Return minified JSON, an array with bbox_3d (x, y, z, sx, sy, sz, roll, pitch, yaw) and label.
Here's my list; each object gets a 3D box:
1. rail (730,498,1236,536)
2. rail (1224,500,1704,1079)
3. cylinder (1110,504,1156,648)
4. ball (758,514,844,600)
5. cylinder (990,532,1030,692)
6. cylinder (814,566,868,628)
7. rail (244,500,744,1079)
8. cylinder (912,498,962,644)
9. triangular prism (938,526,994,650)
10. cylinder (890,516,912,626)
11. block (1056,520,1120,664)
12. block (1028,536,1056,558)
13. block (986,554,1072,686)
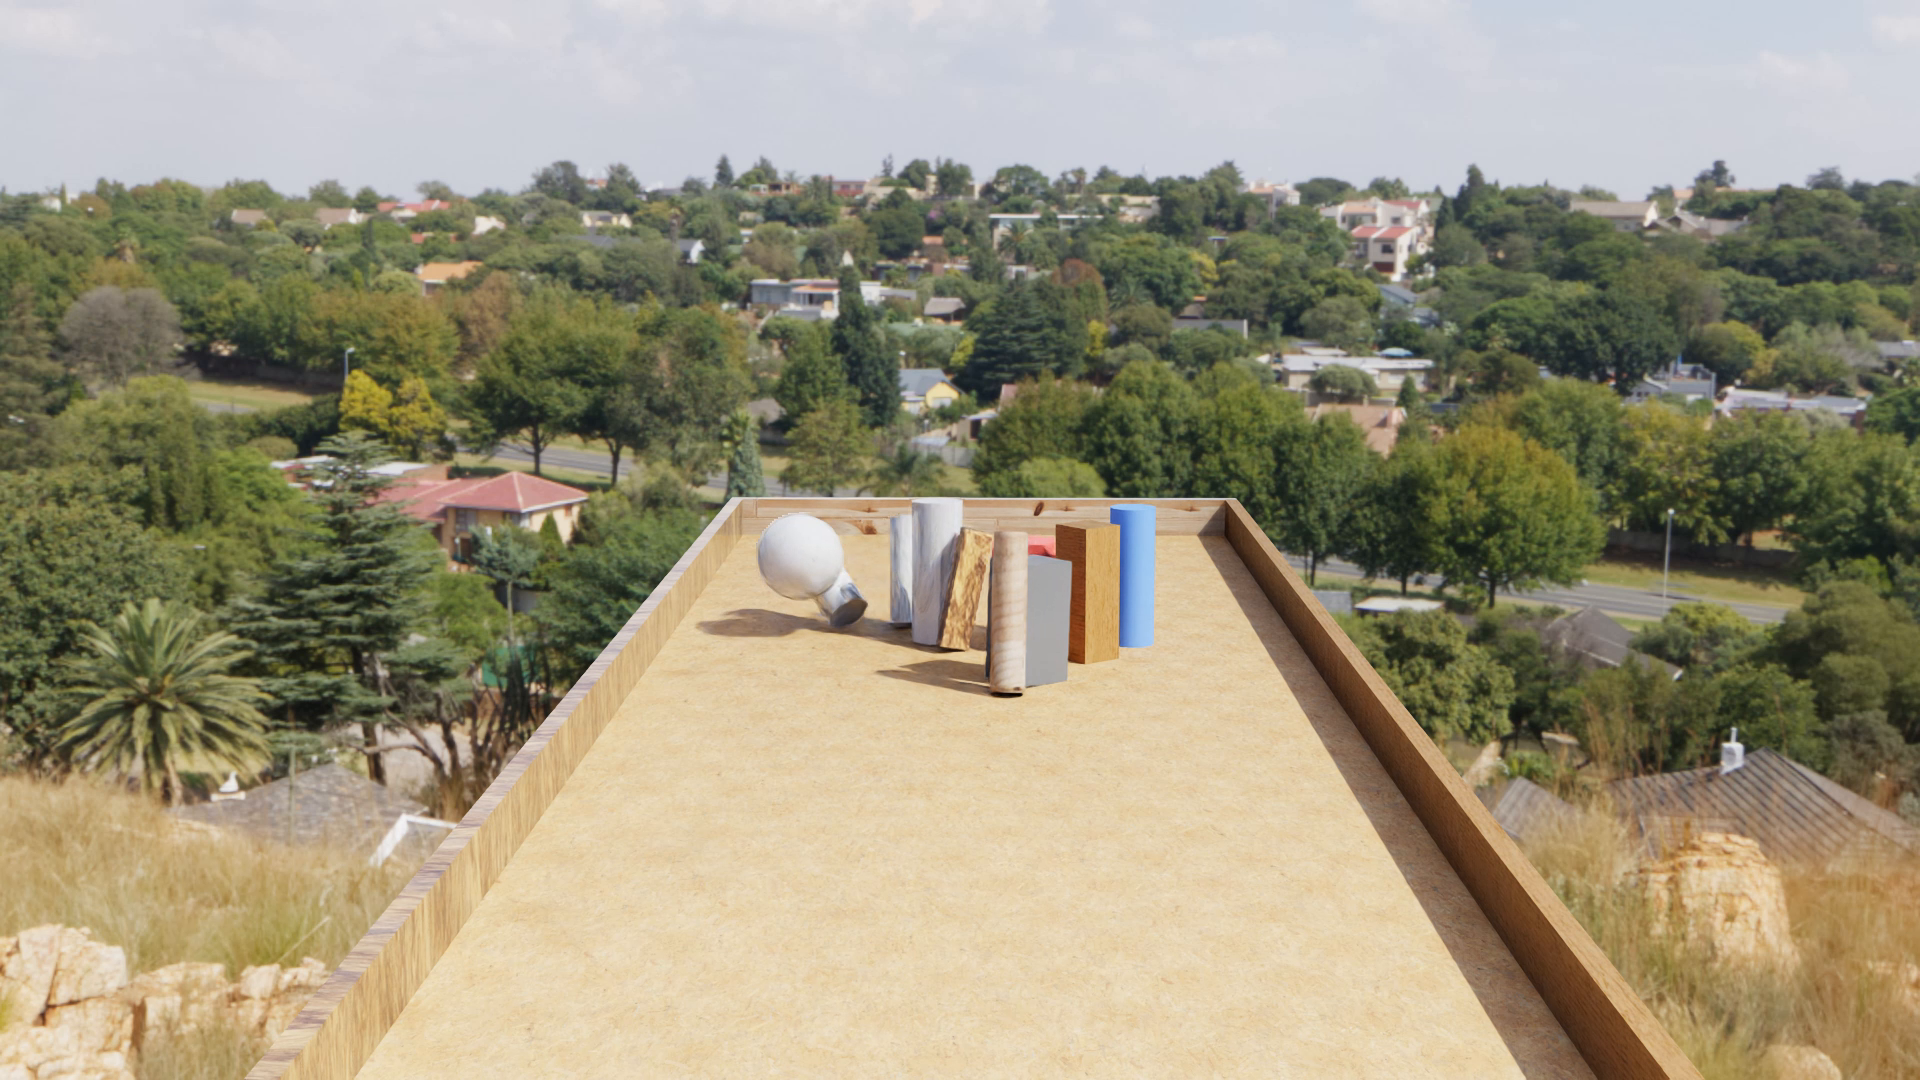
[{"bbox_3d":[0.099,-0.098,9.147,2.100,0.150,0.050,0,9,1],"label":"rail"},{"bbox_3d":[1.046,0.843,3.208,0.050,0.150,12.000,0,9,1],"label":"rail"},{"bbox_3d":[0.542,0.111,6.919,0.142,0.434,0.142,0,9,0],"label":"cylinder"},{"bbox_3d":[-0.510,0.057,7.030,0.276,0.276,0.276,0,9,0],"label":"ball"},{"bbox_3d":[0.140,0.205,6.239,0.101,0.452,0.101,1,-2,0],"label":"cylinder"},{"bbox_3d":[-0.454,0.110,7.233,0.141,0.141,0.364,-8,50,-40],"label":"cylinder"},{"bbox_3d":[-1.004,0.839,3.234,0.050,0.150,12.000,0,9,1],"label":"rail"},{"bbox_3d":[-0.072,0.098,6.947,0.162,0.444,0.162,0,6,0],"label":"cylinder"},{"bbox_3d":[-0.006,0.147,6.838,0.111,0.371,0.097,10,3,-35],"label":"triangular prism"},{"bbox_3d":[-0.174,0.102,7.193,0.111,0.350,0.111,1,-10,0],"label":"cylinder"},{"bbox_3d":[0.388,0.157,6.699,0.138,0.413,0.138,-7,12,-38],"label":"block"},{"bbox_3d":[0.223,0.165,6.893,0.168,0.334,0.168,5,9,27],"label":"block"},{"bbox_3d":[0.199,0.231,6.402,0.169,0.352,0.169,-4,10,-39],"label":"block"}]
